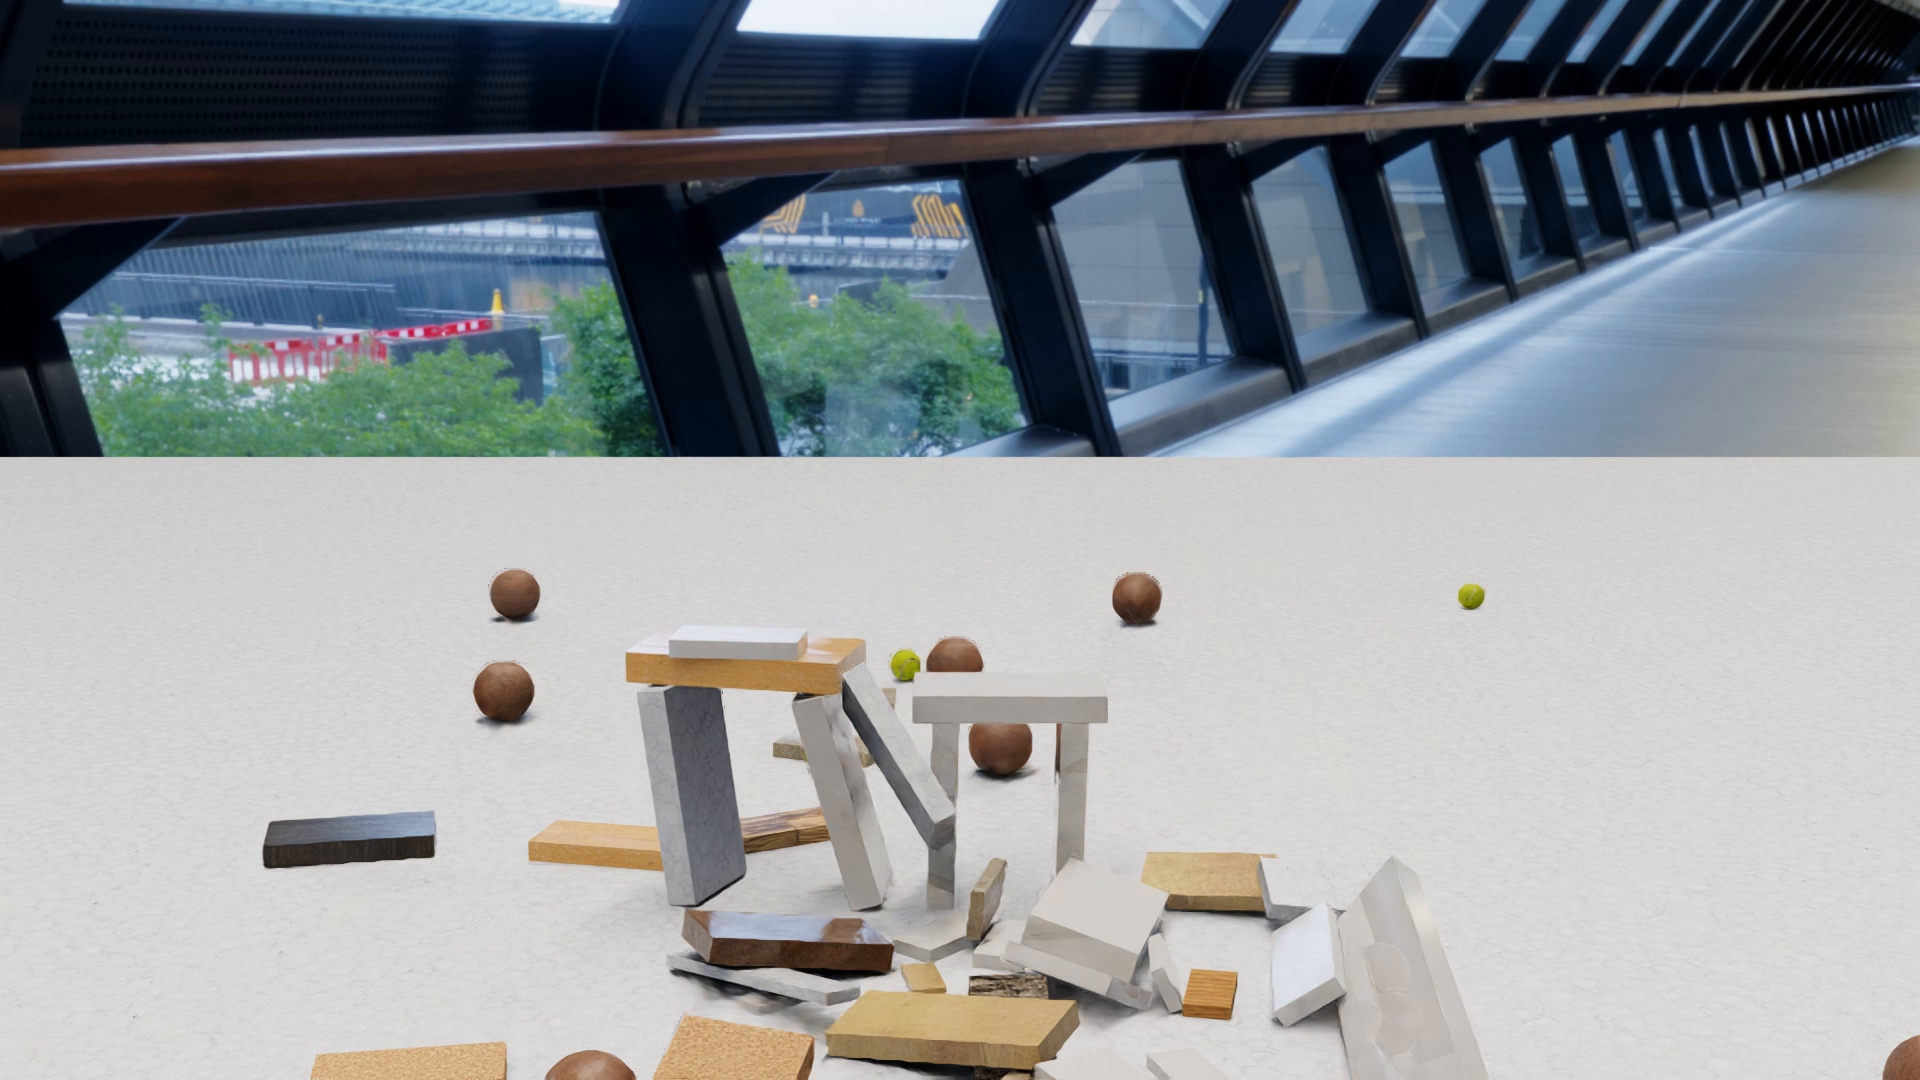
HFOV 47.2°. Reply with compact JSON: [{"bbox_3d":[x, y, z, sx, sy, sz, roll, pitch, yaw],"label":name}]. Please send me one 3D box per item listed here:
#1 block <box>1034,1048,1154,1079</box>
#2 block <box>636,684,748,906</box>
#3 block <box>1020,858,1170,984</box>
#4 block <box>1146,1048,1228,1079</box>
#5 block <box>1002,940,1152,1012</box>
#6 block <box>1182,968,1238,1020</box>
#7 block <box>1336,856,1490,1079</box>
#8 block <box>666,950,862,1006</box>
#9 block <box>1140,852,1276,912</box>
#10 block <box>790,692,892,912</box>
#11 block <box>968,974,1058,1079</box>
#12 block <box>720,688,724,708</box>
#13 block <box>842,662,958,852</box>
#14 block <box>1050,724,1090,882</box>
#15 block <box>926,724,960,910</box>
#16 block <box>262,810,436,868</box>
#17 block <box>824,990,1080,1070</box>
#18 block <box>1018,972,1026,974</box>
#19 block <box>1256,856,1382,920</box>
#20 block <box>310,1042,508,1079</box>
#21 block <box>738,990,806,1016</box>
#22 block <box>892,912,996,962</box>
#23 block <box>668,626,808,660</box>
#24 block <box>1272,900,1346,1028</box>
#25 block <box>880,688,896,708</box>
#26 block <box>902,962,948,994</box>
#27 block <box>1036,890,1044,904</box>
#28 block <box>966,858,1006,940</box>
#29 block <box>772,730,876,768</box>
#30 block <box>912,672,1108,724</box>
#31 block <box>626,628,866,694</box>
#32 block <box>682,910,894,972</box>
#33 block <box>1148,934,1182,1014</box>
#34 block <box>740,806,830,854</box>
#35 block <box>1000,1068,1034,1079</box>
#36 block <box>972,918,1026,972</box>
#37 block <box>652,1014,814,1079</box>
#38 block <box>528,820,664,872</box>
[{"bbox_3d":[0.198,0.708,2.780,0.111,0.031,0.222,-5,12,-28],"label":"block"},{"bbox_3d":[-0.444,0.407,3.663,0.051,0.359,0.180,-4,8,23],"label":"block"},{"bbox_3d":[0.213,0.582,3.390,0.170,0.048,0.340,19,10,10],"label":"block"},{"bbox_3d":[0.309,0.717,2.933,0.069,0.020,0.138,-4,11,-19],"label":"block"},{"bbox_3d":[0.170,0.636,3.214,0.203,0.029,0.101,10,-15,44],"label":"block"},{"bbox_3d":[0.366,0.664,3.217,0.069,0.020,0.138,2,11,11],"label":"block"},{"bbox_3d":[0.581,0.660,2.834,0.048,0.170,1.094,36,11,-2],"label":"block"},{"bbox_3d":[-0.292,0.638,3.220,0.064,0.018,0.369,0,1,-45],"label":"block"},{"bbox_3d":[0.406,0.559,3.606,0.215,0.030,0.108,-2,31,16],"label":"block"},{"bbox_3d":[-0.194,0.412,3.641,0.051,0.359,0.180,-15,9,6],"label":"block"},{"bbox_3d":[0.072,0.679,3.061,0.111,0.031,0.276,0,14,-1],"label":"block"},{"bbox_3d":[-0.572,0.344,4.820,0.129,0.064,0.018,8,13,37],"label":"block"},{"bbox_3d":[-0.100,0.347,3.505,0.041,0.287,0.144,-28,-21,-15],"label":"block"},{"bbox_3d":[0.181,0.435,3.641,0.044,0.313,0.157,2,11,0],"label":"block"},{"bbox_3d":[-0.028,0.435,3.642,0.044,0.313,0.157,2,11,-1],"label":"block"},{"bbox_3d":[-1.076,0.529,3.889,0.287,0.041,0.144,-2,11,-12],"label":"block"},{"bbox_3d":[-0.012,0.666,2.996,0.326,0.035,0.125,-3,16,28],"label":"block"},{"bbox_3d":[0.089,0.663,3.230,0.050,0.014,0.101,-4,12,-18],"label":"block"},{"bbox_3d":[0.592,0.565,3.532,0.215,0.030,0.108,5,35,-8],"label":"block"},{"bbox_3d":[-0.728,0.713,2.909,0.249,0.035,0.125,-2,11,-10],"label":"block"},{"bbox_3d":[-0.269,0.668,3.209,0.101,0.014,0.050,-9,14,-41],"label":"block"},{"bbox_3d":[-0.024,0.621,3.440,0.078,0.022,0.156,9,14,40],"label":"block"},{"bbox_3d":[-0.361,0.168,3.594,0.211,0.030,0.105,1,11,5],"label":"block"},{"bbox_3d":[0.514,0.625,3.260,0.101,0.029,0.314,-33,5,12],"label":"block"},{"bbox_3d":[-0.176,0.355,4.885,0.064,0.018,0.129,0,11,1],"label":"block"},{"bbox_3d":[-0.054,0.656,3.275,0.050,0.014,0.101,-2,11,-12],"label":"block"},{"bbox_3d":[0.173,0.607,3.431,0.101,0.029,0.203,15,10,-3],"label":"block"},{"bbox_3d":[0.041,0.561,3.441,0.022,0.078,0.156,10,13,11],"label":"block"},{"bbox_3d":[-0.263,0.425,4.478,0.211,0.030,0.105,4,11,21],"label":"block"},{"bbox_3d":[0.081,0.259,3.610,0.313,0.044,0.157,0,11,0],"label":"block"},{"bbox_3d":[-0.352,0.200,3.646,0.359,0.051,0.180,3,11,12],"label":"block"},{"bbox_3d":[-0.260,0.604,3.318,0.287,0.041,0.144,7,4,-24],"label":"block"},{"bbox_3d":[0.301,0.635,3.231,0.020,0.069,0.138,-25,8,7],"label":"block"},{"bbox_3d":[-0.311,0.521,3.960,0.211,0.030,0.105,-6,12,-27],"label":"block"},{"bbox_3d":[0.146,0.732,2.819,0.222,0.031,0.111,6,12,28],"label":"block"},{"bbox_3d":[0.078,0.627,3.408,0.078,0.022,0.156,3,11,16],"label":"block"},{"bbox_3d":[-0.303,0.707,2.662,0.170,0.048,0.340,7,24,9],"label":"block"},{"bbox_3d":[-0.617,0.536,3.864,0.249,0.035,0.125,2,11,13],"label":"block"}]
